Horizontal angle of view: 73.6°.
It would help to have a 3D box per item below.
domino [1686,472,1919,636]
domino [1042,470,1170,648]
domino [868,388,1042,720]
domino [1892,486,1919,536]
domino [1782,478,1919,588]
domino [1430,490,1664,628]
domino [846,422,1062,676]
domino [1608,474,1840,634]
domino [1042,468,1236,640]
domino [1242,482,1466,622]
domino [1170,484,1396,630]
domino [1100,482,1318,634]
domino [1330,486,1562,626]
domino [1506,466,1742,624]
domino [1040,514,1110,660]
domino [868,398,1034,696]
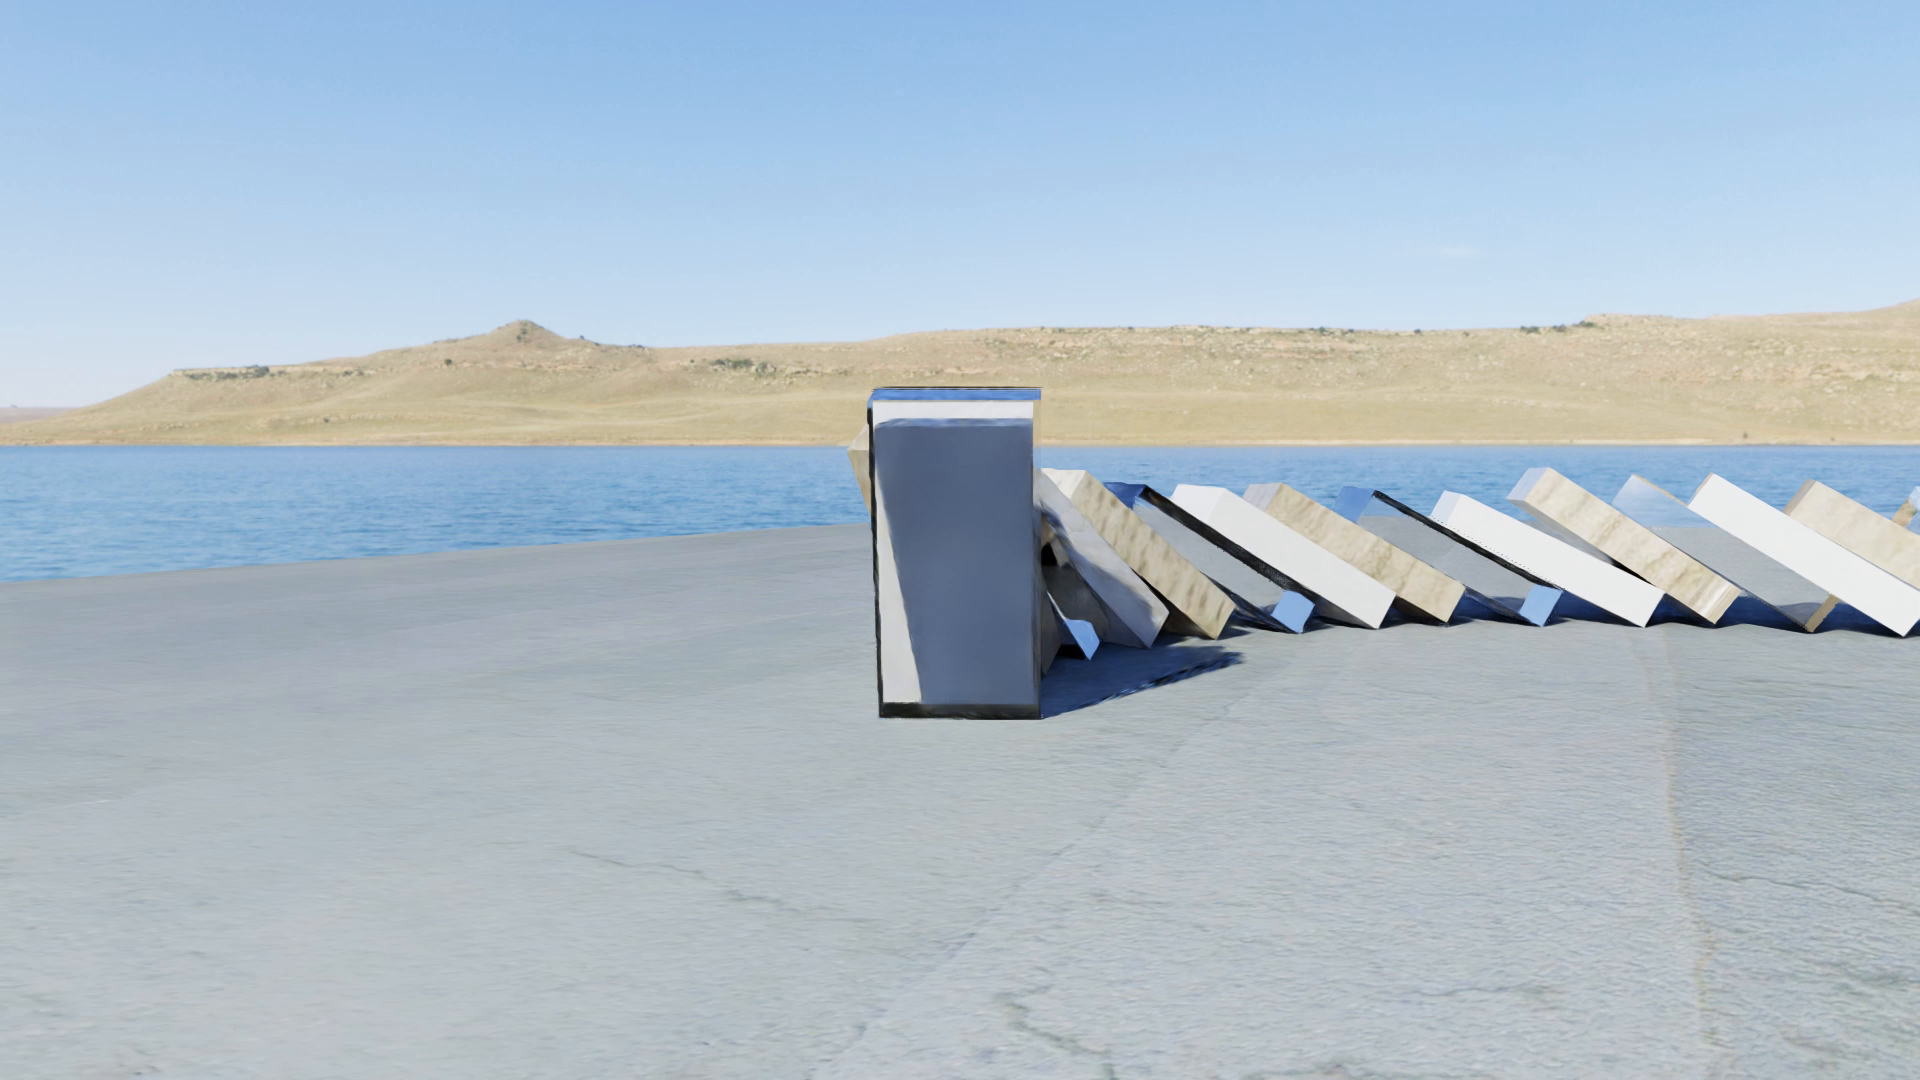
[{"bbox_3d":[0.195,0.002,0.298,0.050,0.010,0.025,38,20,21],"label":"domino"},{"bbox_3d":[0.019,0.003,0.265,0.025,0.010,0.050,6,-33,52],"label":"domino"},{"bbox_3d":[0.000,0.002,0.195,0.025,0.050,0.009,0,18,4],"label":"domino"},{"bbox_3d":[0.231,0.006,0.276,0.050,0.009,0.025,34,19,23],"label":"domino"},{"bbox_3d":[0.213,0.004,0.288,0.050,0.009,0.025,37,20,22],"label":"domino"},{"bbox_3d":[0.141,0.004,0.312,0.050,0.009,0.025,27,9,8],"label":"domino"},{"bbox_3d":[0.000,0.002,0.229,0.025,0.050,0.010,2,39,27],"label":"domino"},{"bbox_3d":[0.181,0.002,0.306,0.050,0.009,0.025,38,20,22],"label":"domino"},{"bbox_3d":[0.034,0.003,0.278,0.050,0.009,0.025,39,-15,-27],"label":"domino"},{"bbox_3d":[0.092,0.003,0.308,0.050,0.010,0.025,29,0,-4],"label":"domino"},{"bbox_3d":[0.074,0.004,0.301,0.050,0.009,0.025,29,-3,-14],"label":"domino"},{"bbox_3d":[0.054,0.004,0.293,0.050,0.009,0.025,31,-5,-17],"label":"domino"},{"bbox_3d":[0.116,0.003,0.310,0.050,0.010,0.025,28,4,-2],"label":"domino"},{"bbox_3d":[0.159,0.001,0.310,0.050,0.010,0.025,36,10,10],"label":"domino"},{"bbox_3d":[0.007,0.003,0.248,0.025,0.050,0.010,4,49,42],"label":"domino"},{"bbox_3d":[-0.001,0.002,0.210,0.025,0.050,0.009,0,28,4],"label":"domino"}]
